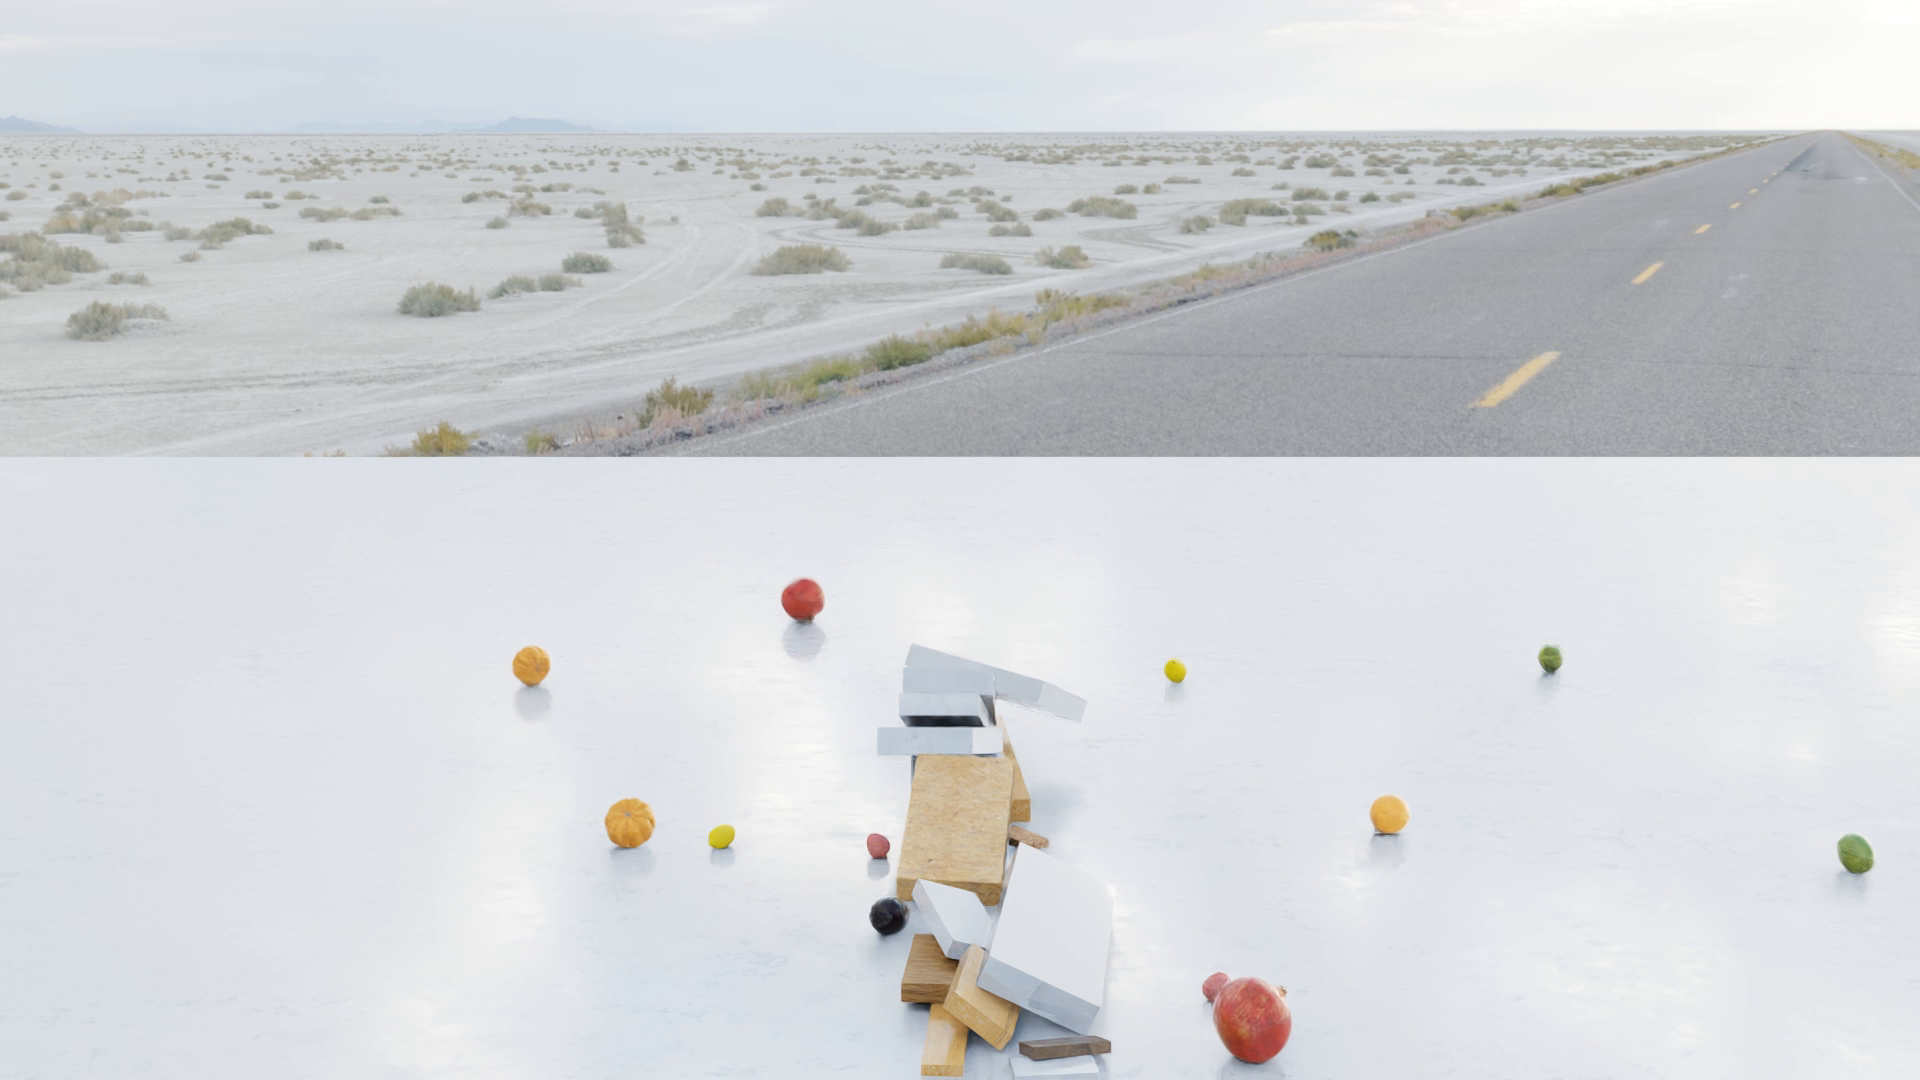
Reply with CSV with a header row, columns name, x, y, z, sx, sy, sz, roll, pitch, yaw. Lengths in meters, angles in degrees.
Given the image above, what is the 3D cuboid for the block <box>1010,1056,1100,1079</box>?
name,x,y,z,sx,sy,sz,roll,pitch,yaw
block,0.127,0.714,2.957,0.113,0.016,0.057,-1,11,-6

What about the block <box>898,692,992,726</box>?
name,x,y,z,sx,sy,sz,roll,pitch,yaw
block,-0.025,0.347,4.279,0.152,0.043,0.304,0,-15,6

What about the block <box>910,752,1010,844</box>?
name,x,y,z,sx,sy,sz,roll,pitch,yaw
block,-0.003,0.465,3.984,0.172,0.049,0.344,0,14,-1

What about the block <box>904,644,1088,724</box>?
name,x,y,z,sx,sy,sz,roll,pitch,yaw
block,0.072,0.292,4.501,0.343,0.049,0.171,14,-8,37

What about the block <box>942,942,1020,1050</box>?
name,x,y,z,sx,sy,sz,roll,pitch,yaw
block,0.037,0.647,3.129,0.100,0.028,0.200,38,12,0

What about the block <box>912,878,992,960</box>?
name,x,y,z,sx,sy,sz,roll,pitch,yaw
block,0.002,0.581,3.330,0.100,0.028,0.200,18,12,-21

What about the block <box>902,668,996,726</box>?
name,x,y,z,sx,sy,sz,roll,pitch,yaw
block,-0.017,0.310,4.320,0.171,0.049,0.343,1,-15,2

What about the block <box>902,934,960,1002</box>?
name,x,y,z,sx,sy,sz,roll,pitch,yaw
block,-0.027,0.635,3.263,0.100,0.028,0.200,1,11,4

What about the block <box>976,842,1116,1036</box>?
name,x,y,z,sx,sy,sz,roll,pitch,yaw
block,0.138,0.594,3.334,0.171,0.049,0.507,25,12,2

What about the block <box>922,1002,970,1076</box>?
name,x,y,z,sx,sy,sz,roll,pitch,yaw
block,-0.015,0.683,3.126,0.057,0.016,0.342,1,11,3

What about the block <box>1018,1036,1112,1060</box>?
name,x,y,z,sx,sy,sz,roll,pitch,yaw
block,0.144,0.694,3.010,0.113,0.016,0.057,0,-4,-19

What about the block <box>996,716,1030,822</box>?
name,x,y,z,sx,sy,sz,roll,pitch,yaw
block,0.033,0.446,4.328,0.152,0.043,0.585,-1,11,-4

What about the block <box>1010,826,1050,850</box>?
name,x,y,z,sx,sy,sz,roll,pitch,yaw
block,0.110,0.534,3.933,0.049,0.014,0.098,-8,13,-36

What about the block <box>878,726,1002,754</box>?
name,x,y,z,sx,sy,sz,roll,pitch,yaw
block,-0.033,0.371,4.072,0.172,0.049,0.344,-1,-5,10

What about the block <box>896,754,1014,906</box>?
name,x,y,z,sx,sy,sz,roll,pitch,yaw
block,-0.004,0.490,3.749,0.172,0.049,0.344,2,31,4
